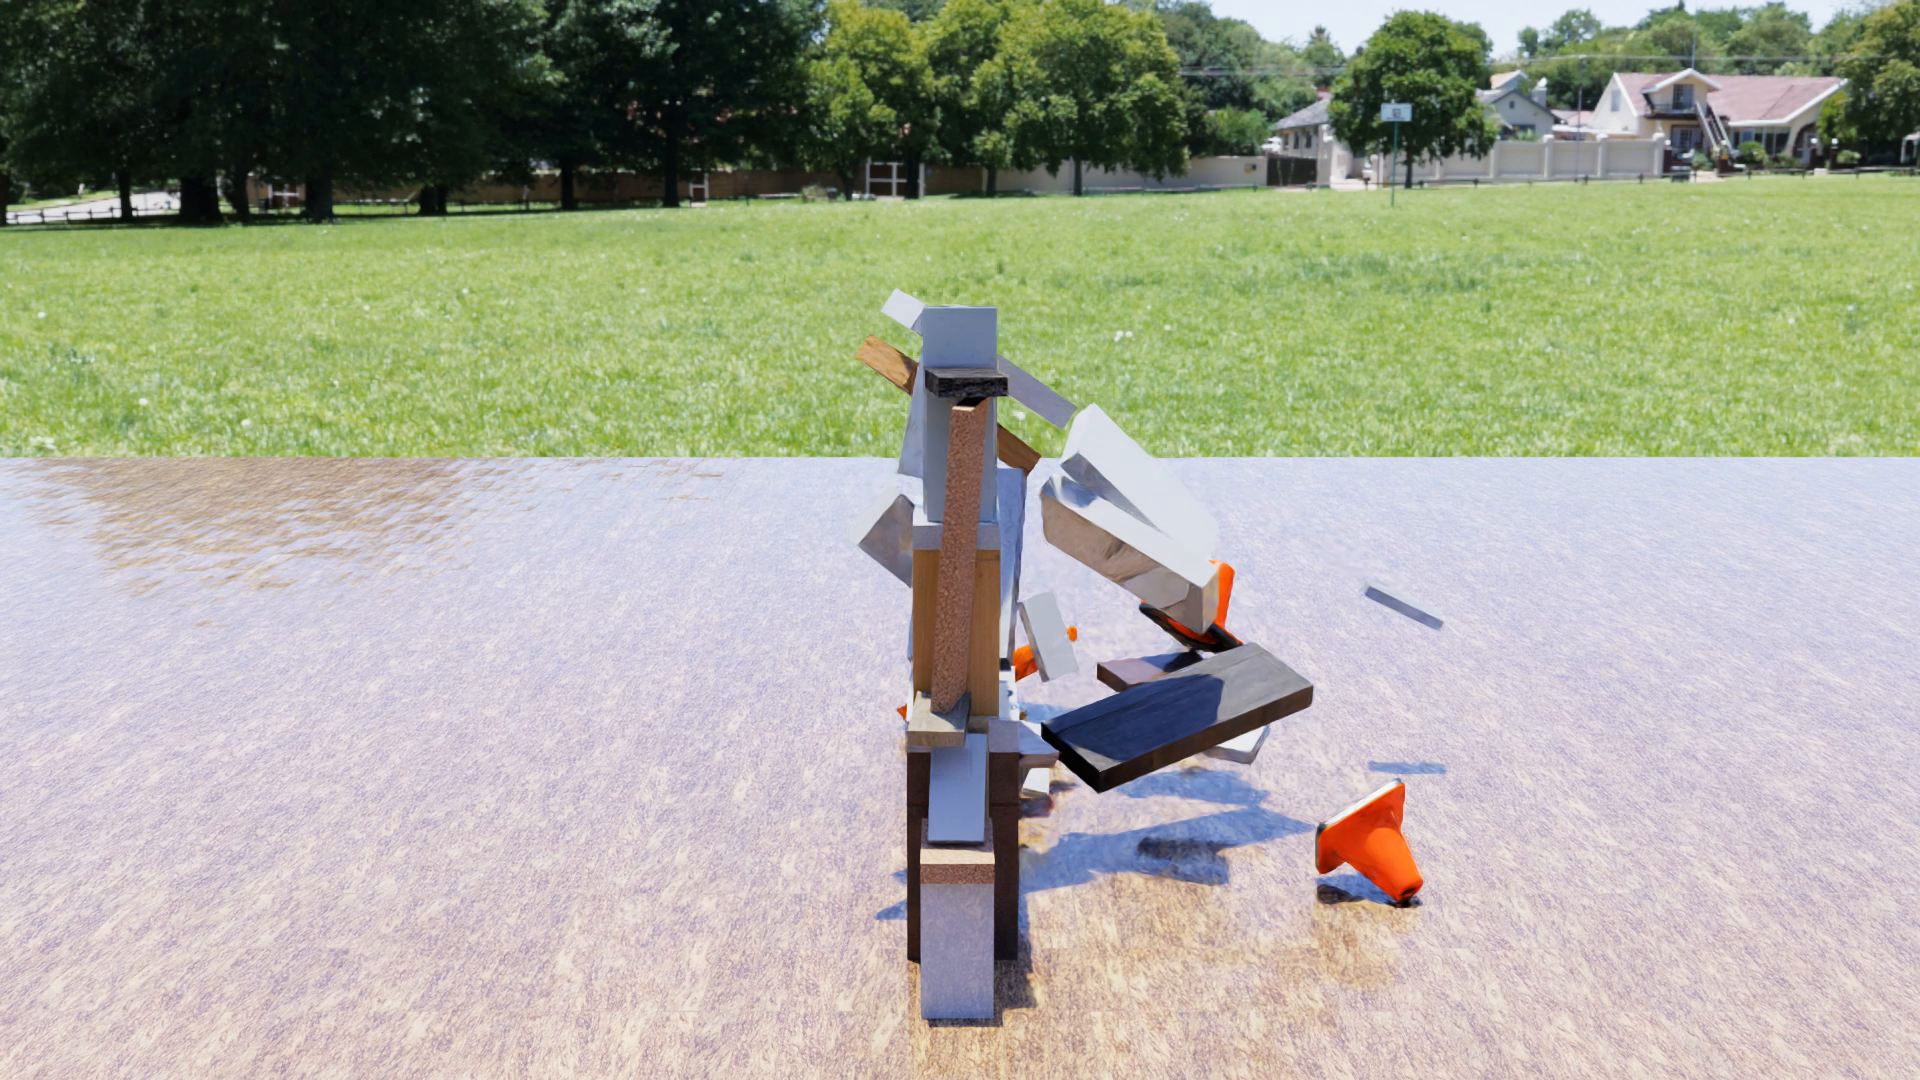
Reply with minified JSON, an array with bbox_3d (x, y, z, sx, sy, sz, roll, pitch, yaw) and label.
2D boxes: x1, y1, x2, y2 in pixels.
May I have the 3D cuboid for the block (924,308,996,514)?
[{"bbox_3d":[0.000,-0.194,3.302,0.109,0.308,0.031,0,9,0],"label":"block"}]

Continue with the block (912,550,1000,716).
[{"bbox_3d":[-0.005,0.134,3.292,0.130,0.259,0.037,0,11,0],"label":"block"}]

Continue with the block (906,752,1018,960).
[{"bbox_3d":[0.004,0.473,3.368,0.170,0.339,0.048,0,11,0],"label":"block"}]

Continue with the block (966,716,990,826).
[{"bbox_3d":[0.003,0.342,3.259,0.081,0.161,0.023,1,10,4],"label":"block"}]

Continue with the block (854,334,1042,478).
[{"bbox_3d":[-0.018,-0.225,3.688,0.322,0.046,0.161,34,1,-39],"label":"block"}]

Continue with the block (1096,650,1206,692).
[{"bbox_3d":[0.390,0.261,4.263,0.224,0.032,0.112,-5,21,-29],"label":"block"}]

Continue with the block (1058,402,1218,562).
[{"bbox_3d":[0.316,-0.080,3.842,0.046,0.322,0.161,-37,19,33],"label":"block"}]

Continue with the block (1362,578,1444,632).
[{"bbox_3d":[0.875,0.128,4.352,0.162,0.023,0.081,26,11,2],"label":"block"}]

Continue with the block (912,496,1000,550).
[{"bbox_3d":[-0.005,-0.027,3.348,0.130,0.037,0.259,0,10,0],"label":"block"}]

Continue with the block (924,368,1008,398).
[{"bbox_3d":[0.007,-0.227,3.164,0.097,0.028,0.194,-1,8,-6],"label":"block"}]

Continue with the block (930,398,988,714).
[{"bbox_3d":[-0.002,0.021,3.171,0.028,0.455,0.097,9,19,13],"label":"block"}]

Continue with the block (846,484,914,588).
[{"bbox_3d":[-0.084,0.004,3.556,0.031,0.109,0.219,40,0,39],"label":"block"}]

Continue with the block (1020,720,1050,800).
[{"bbox_3d":[0.128,0.410,4.122,0.077,0.022,0.155,15,46,-10],"label":"block"}]

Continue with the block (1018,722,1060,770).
[{"bbox_3d":[0.061,0.347,3.715,0.211,0.030,0.105,4,25,-47],"label":"block"}]

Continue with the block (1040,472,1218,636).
[{"bbox_3d":[0.290,0.023,3.780,0.337,0.169,0.048,32,67,22],"label":"block"}]

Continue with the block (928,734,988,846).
[{"bbox_3d":[-0.003,0.361,3.195,0.081,0.161,0.023,1,-24,4],"label":"block"}]

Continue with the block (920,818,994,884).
[{"bbox_3d":[-0.004,0.450,3.196,0.104,0.030,0.209,0,10,0],"label":"block"}]

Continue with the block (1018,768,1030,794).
[{"bbox_3d":[0.042,0.442,3.817,0.105,0.211,0.030,22,17,-5],"label":"block"}]

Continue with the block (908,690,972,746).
[{"bbox_3d":[-0.028,0.260,3.211,0.081,0.023,0.161,1,17,4],"label":"block"}]

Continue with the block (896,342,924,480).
[{"bbox_3d":[-0.022,-0.197,3.366,0.109,0.219,0.031,11,-1,-1],"label":"block"}]

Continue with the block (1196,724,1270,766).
[{"bbox_3d":[0.468,0.367,4.219,0.227,0.032,0.112,9,35,24],"label":"block"}]

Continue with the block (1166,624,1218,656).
[{"bbox_3d":[0.505,0.255,4.938,0.081,0.162,0.023,10,28,-37],"label":"block"}]

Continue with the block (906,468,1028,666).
[{"bbox_3d":[0.014,0.046,3.674,0.169,0.337,0.048,0,-23,13],"label":"block"}]

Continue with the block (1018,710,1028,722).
[{"bbox_3d":[0.089,0.404,4.218,0.022,0.155,0.077,9,5,40],"label":"block"}]

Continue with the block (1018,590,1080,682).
[{"bbox_3d":[0.168,0.185,4.228,0.081,0.162,0.023,-18,-1,-40],"label":"block"}]

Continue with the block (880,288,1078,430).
[{"bbox_3d":[0.031,-0.299,3.636,0.322,0.046,0.161,32,3,-25],"label":"block"}]

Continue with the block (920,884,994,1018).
[{"bbox_3d":[-0.004,0.581,3.148,0.104,0.209,0.030,0,11,0],"label":"block"}]

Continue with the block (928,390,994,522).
[{"bbox_3d":[0.000,-0.125,3.240,0.097,0.194,0.028,0,9,0],"label":"block"}]

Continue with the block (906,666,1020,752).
[{"bbox_3d":[0.004,0.262,3.444,0.170,0.048,0.339,0,11,0],"label":"block"}]

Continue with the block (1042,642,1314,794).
[{"bbox_3d":[0.391,0.311,3.924,0.484,0.048,0.169,-18,36,-29],"label":"block"}]
